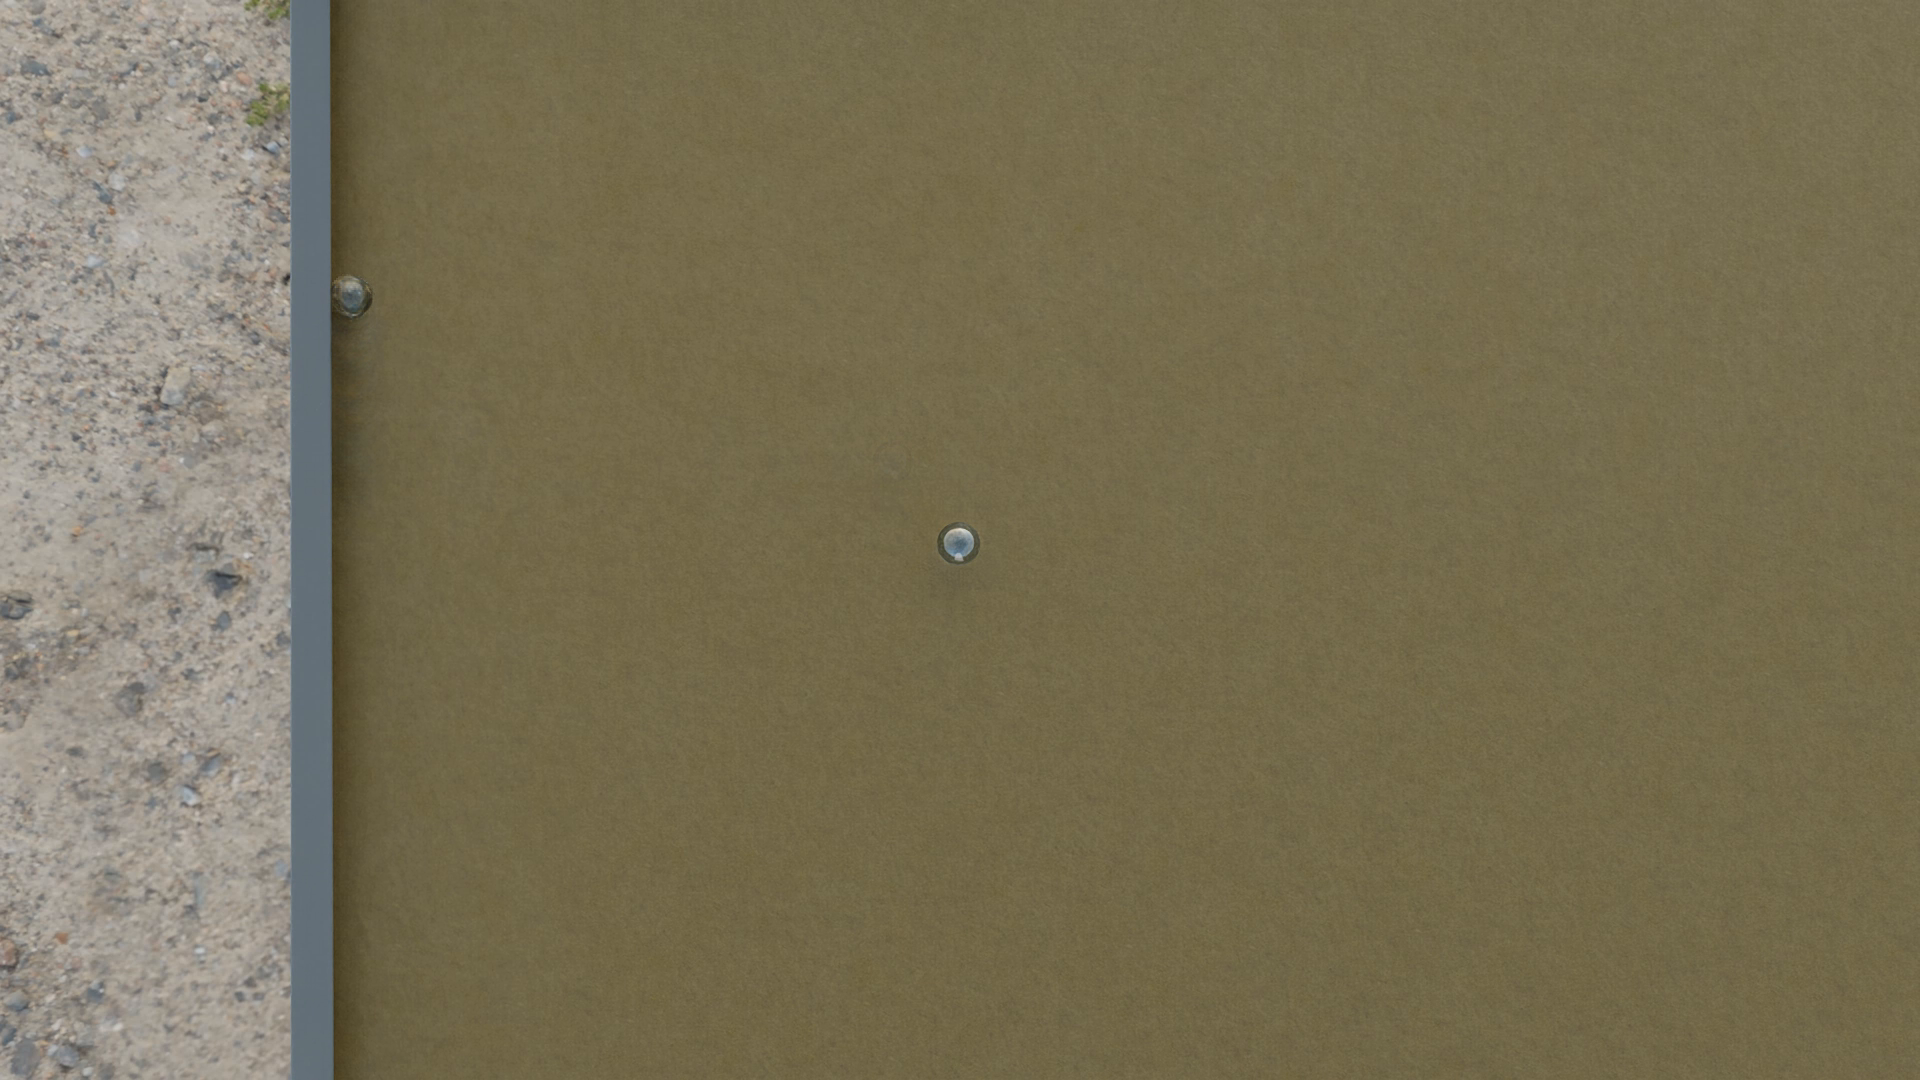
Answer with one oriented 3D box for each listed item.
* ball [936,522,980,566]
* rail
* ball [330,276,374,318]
[{"bbox_3d":[-0.002,0.006,3.268,0.065,0.065,0.065,0,82,0],"label":"ball"},{"bbox_3d":[-0.950,0.038,3.246,0.045,0.099,2.337,-2,82,0],"label":"rail"},{"bbox_3d":[-0.919,-0.368,3.324,0.062,0.062,0.062,0,82,0],"label":"ball"}]
